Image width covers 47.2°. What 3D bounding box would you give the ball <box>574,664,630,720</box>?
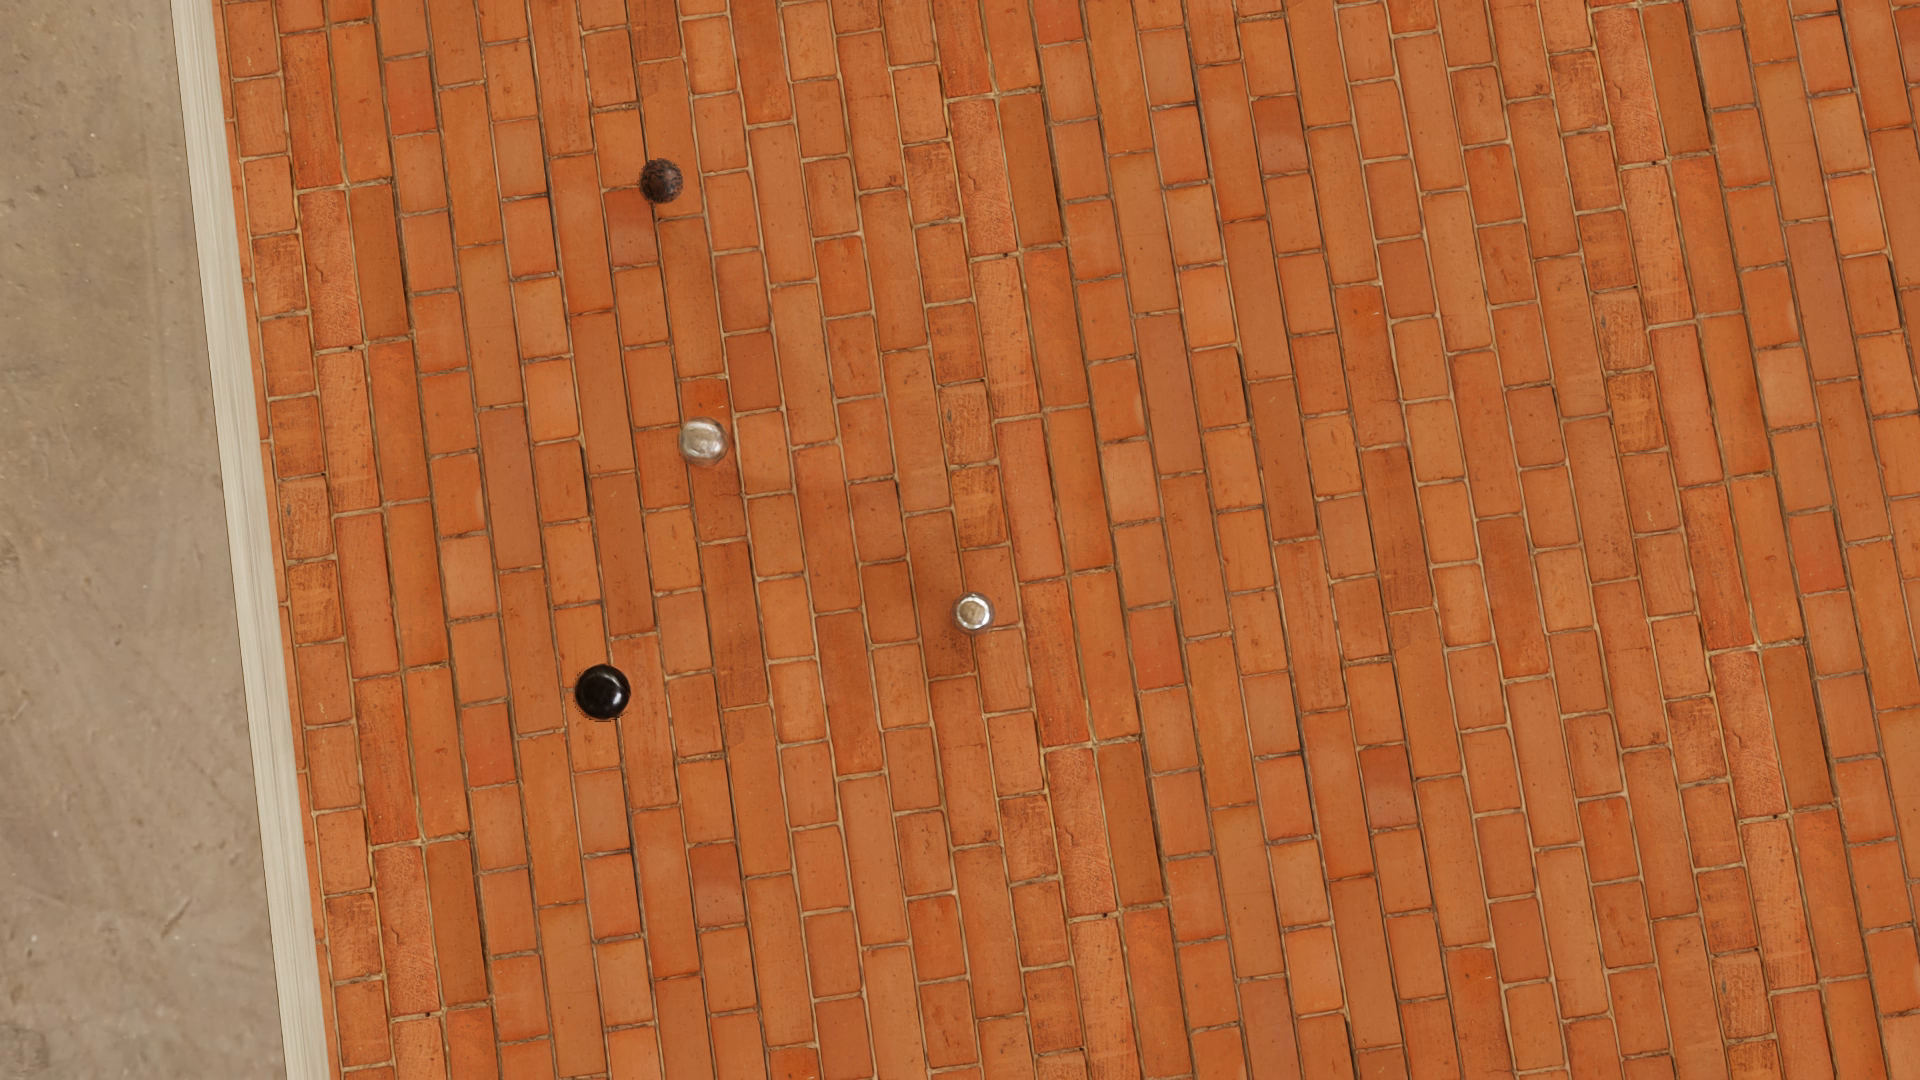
[{"bbox_3d":[-0.524,0.222,3.224,0.081,0.081,0.081,0,84,0],"label":"ball"}]

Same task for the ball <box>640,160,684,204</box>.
[{"bbox_3d":[-0.450,-0.540,3.318,0.065,0.065,0.065,0,84,0],"label":"ball"}]

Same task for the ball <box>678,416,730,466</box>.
[{"bbox_3d":[-0.380,-0.146,3.269,0.075,0.075,0.075,0,84,0],"label":"ball"}]

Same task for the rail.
[{"bbox_3d":[-1.016,0.144,3.220,0.045,0.105,2.520,-8,84,-1],"label":"rail"}]

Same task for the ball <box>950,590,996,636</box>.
[{"bbox_3d":[0.019,0.108,3.244,0.067,0.067,0.067,0,84,0],"label":"ball"}]
